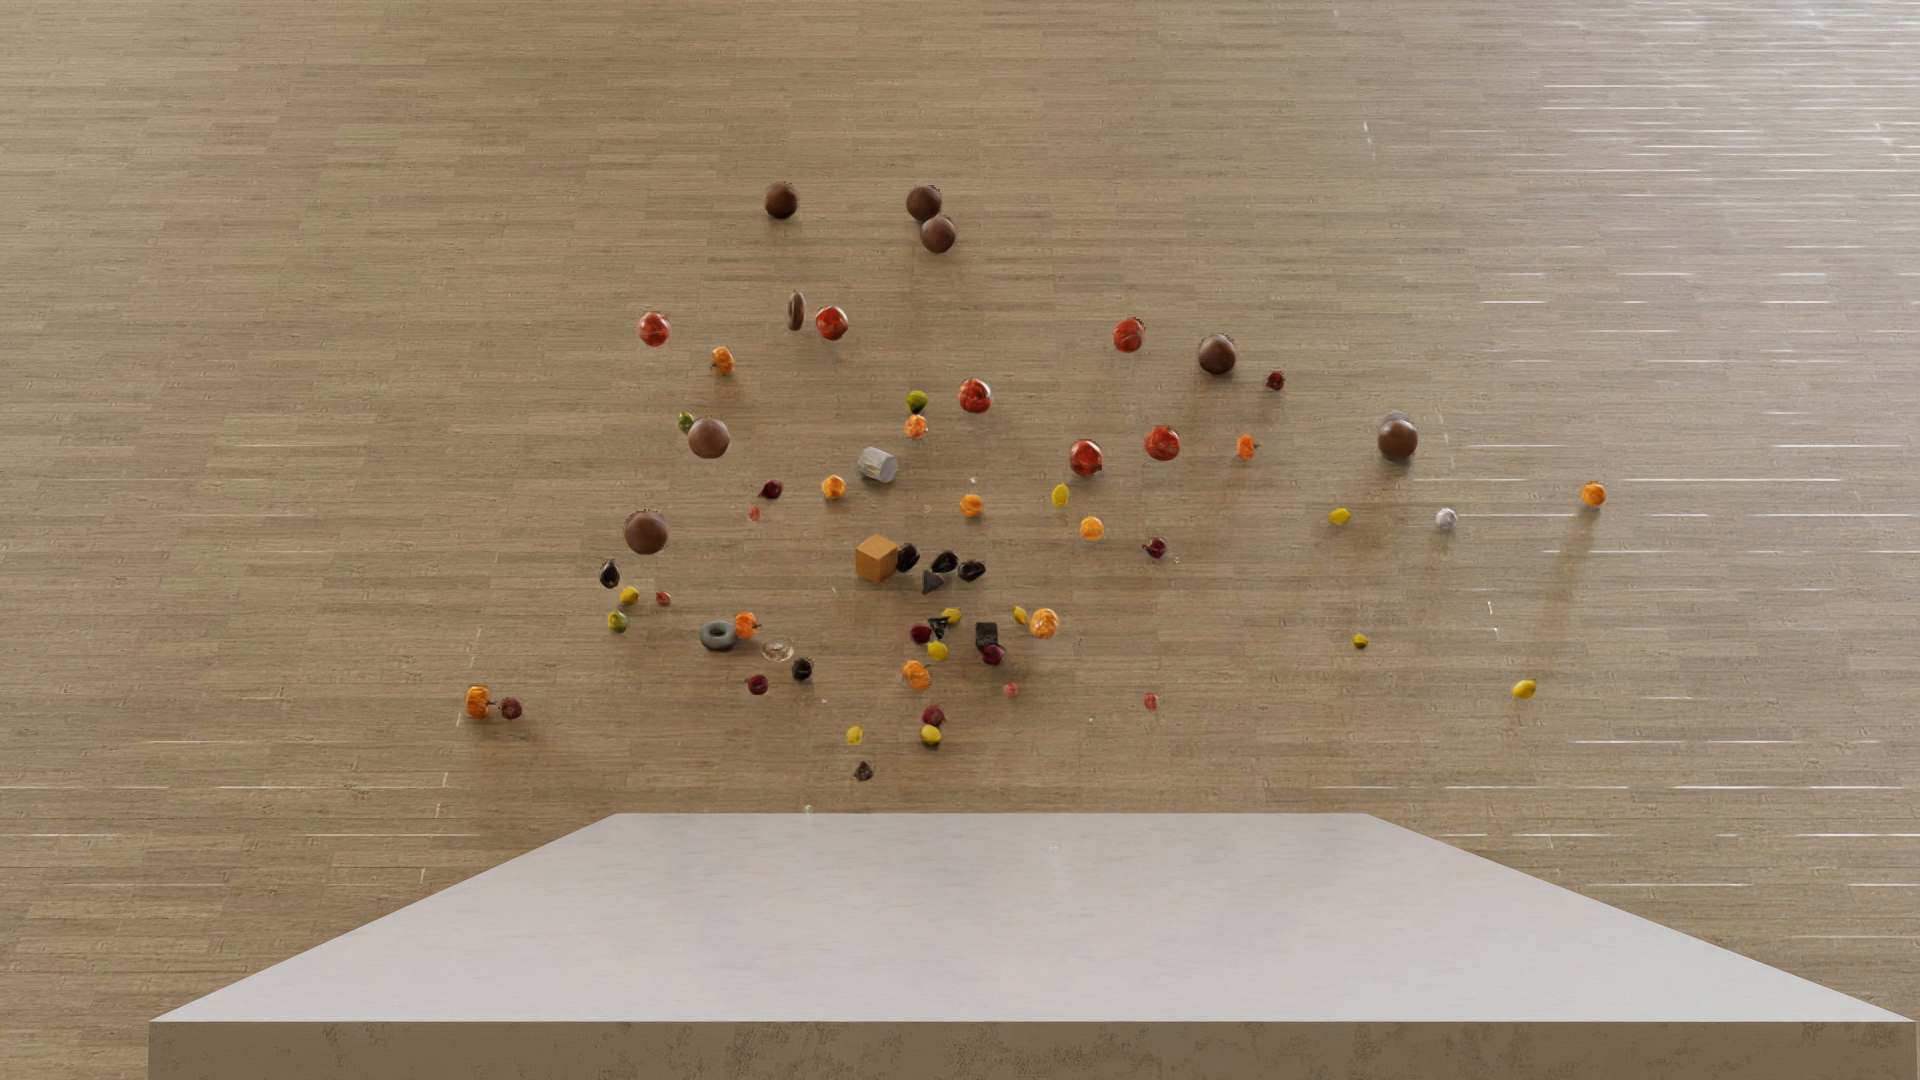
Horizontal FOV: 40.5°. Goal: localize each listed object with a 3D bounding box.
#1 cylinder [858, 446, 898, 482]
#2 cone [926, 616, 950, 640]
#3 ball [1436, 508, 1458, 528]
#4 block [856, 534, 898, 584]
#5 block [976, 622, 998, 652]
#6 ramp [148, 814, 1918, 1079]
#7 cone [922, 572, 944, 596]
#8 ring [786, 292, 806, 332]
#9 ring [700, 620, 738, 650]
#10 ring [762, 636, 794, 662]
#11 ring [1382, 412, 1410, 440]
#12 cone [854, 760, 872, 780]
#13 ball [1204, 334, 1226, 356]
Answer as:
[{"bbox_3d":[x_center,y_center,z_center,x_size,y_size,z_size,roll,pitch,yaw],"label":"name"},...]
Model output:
[{"bbox_3d":[-0.260,-0.239,8.263,0.090,0.090,0.090,24,43,30],"label":"cylinder"},{"bbox_3d":[-0.062,0.262,7.632,0.071,0.071,0.071,-4,4,0],"label":"cone"},{"bbox_3d":[1.508,-0.066,8.060,0.063,0.063,0.063,0,37,0],"label":"ball"},{"bbox_3d":[-0.251,0.057,7.874,0.092,0.092,0.092,25,44,29],"label":"block"},{"bbox_3d":[0.079,0.282,7.604,0.060,0.060,0.060,-2,37,-3],"label":"block"},{"bbox_3d":[0.082,0.687,4.939,2.000,0.100,4.000,0,-3,0],"label":"ramp"},{"bbox_3d":[-0.096,0.140,7.815,0.067,0.067,0.067,22,69,26],"label":"cone"},{"bbox_3d":[-0.563,-0.782,8.905,0.046,0.137,0.137,4,35,-16],"label":"ring"},{"bbox_3d":[-0.707,0.280,7.626,0.114,0.038,0.114,1,38,-1],"label":"ring"},{"bbox_3d":[-0.531,0.318,7.581,0.097,0.032,0.097,-1,36,1],"label":"ring"},{"bbox_3d":[1.413,-0.371,8.428,0.094,0.094,0.031,7,19,9],"label":"ring"},{"bbox_3d":[-0.267,0.624,7.160,0.053,0.053,0.053,0,37,0],"label":"cone"},{"bbox_3d":[0.866,-0.661,8.830,0.078,0.078,0.078,0,37,0],"label":"ball"}]
